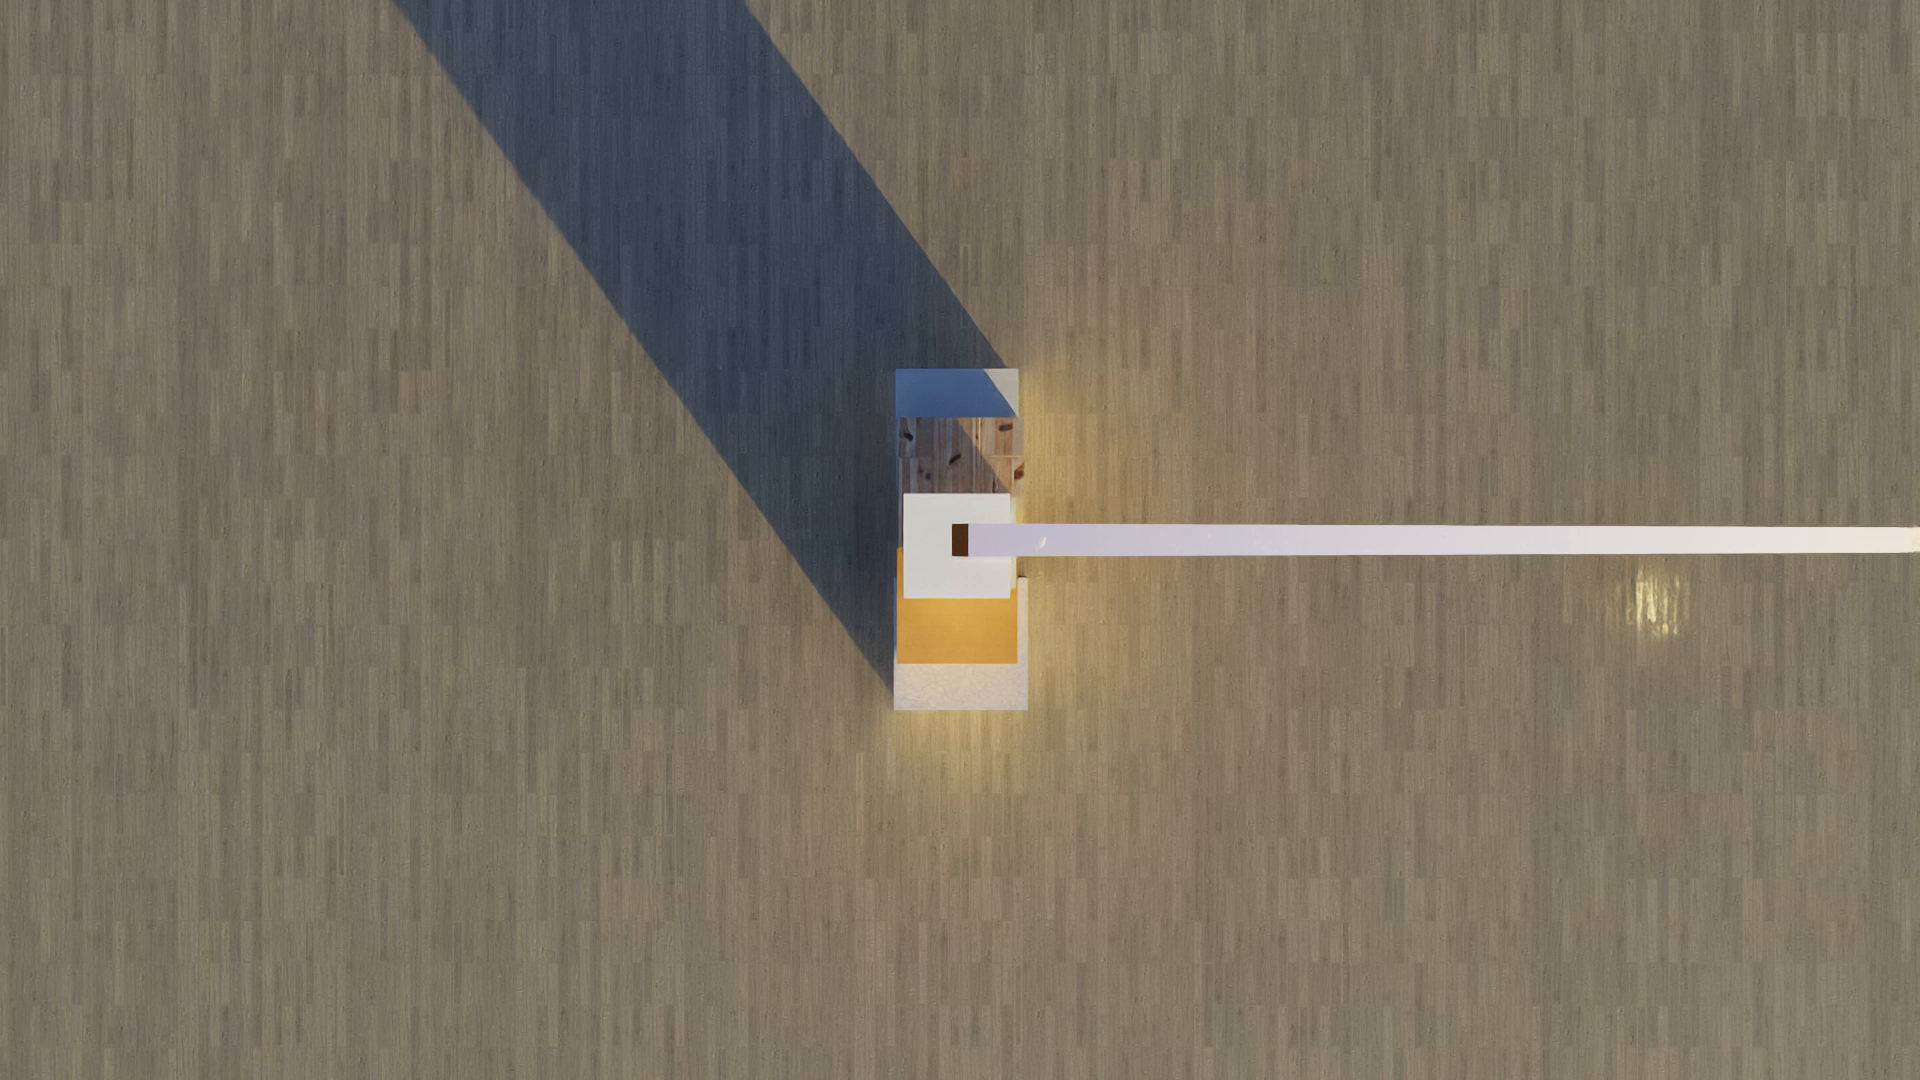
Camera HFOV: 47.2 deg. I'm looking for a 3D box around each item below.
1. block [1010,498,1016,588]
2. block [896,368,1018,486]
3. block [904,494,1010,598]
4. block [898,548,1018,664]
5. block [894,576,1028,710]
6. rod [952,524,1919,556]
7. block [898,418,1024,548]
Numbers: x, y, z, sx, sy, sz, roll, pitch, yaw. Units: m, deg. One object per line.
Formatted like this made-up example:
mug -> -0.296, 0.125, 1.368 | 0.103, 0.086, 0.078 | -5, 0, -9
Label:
block -> 0.010, 0.011, 11.446 | 0.548, 0.474, 0.456 | 0, 91, 0
block -> -0.017, -0.631, 12.625 | 0.684, 0.750, 0.647 | 0, 90, 0
block -> -0.015, 0.024, 10.528 | 0.496, 0.558, 0.487 | 0, 91, 0
block -> -0.014, 0.351, 12.032 | 0.642, 0.627, 0.616 | 0, 90, 0
block -> 0.004, 0.583, 12.673 | 0.754, 0.655, 0.743 | 0, 90, 0
rod -> 2.234, 0.000, 6.677 | 5.200, 0.080, 0.080 | 0, 90, -31
block -> 0.005, -0.309, 11.964 | 0.675, 0.572, 0.693 | 0, 91, 0
